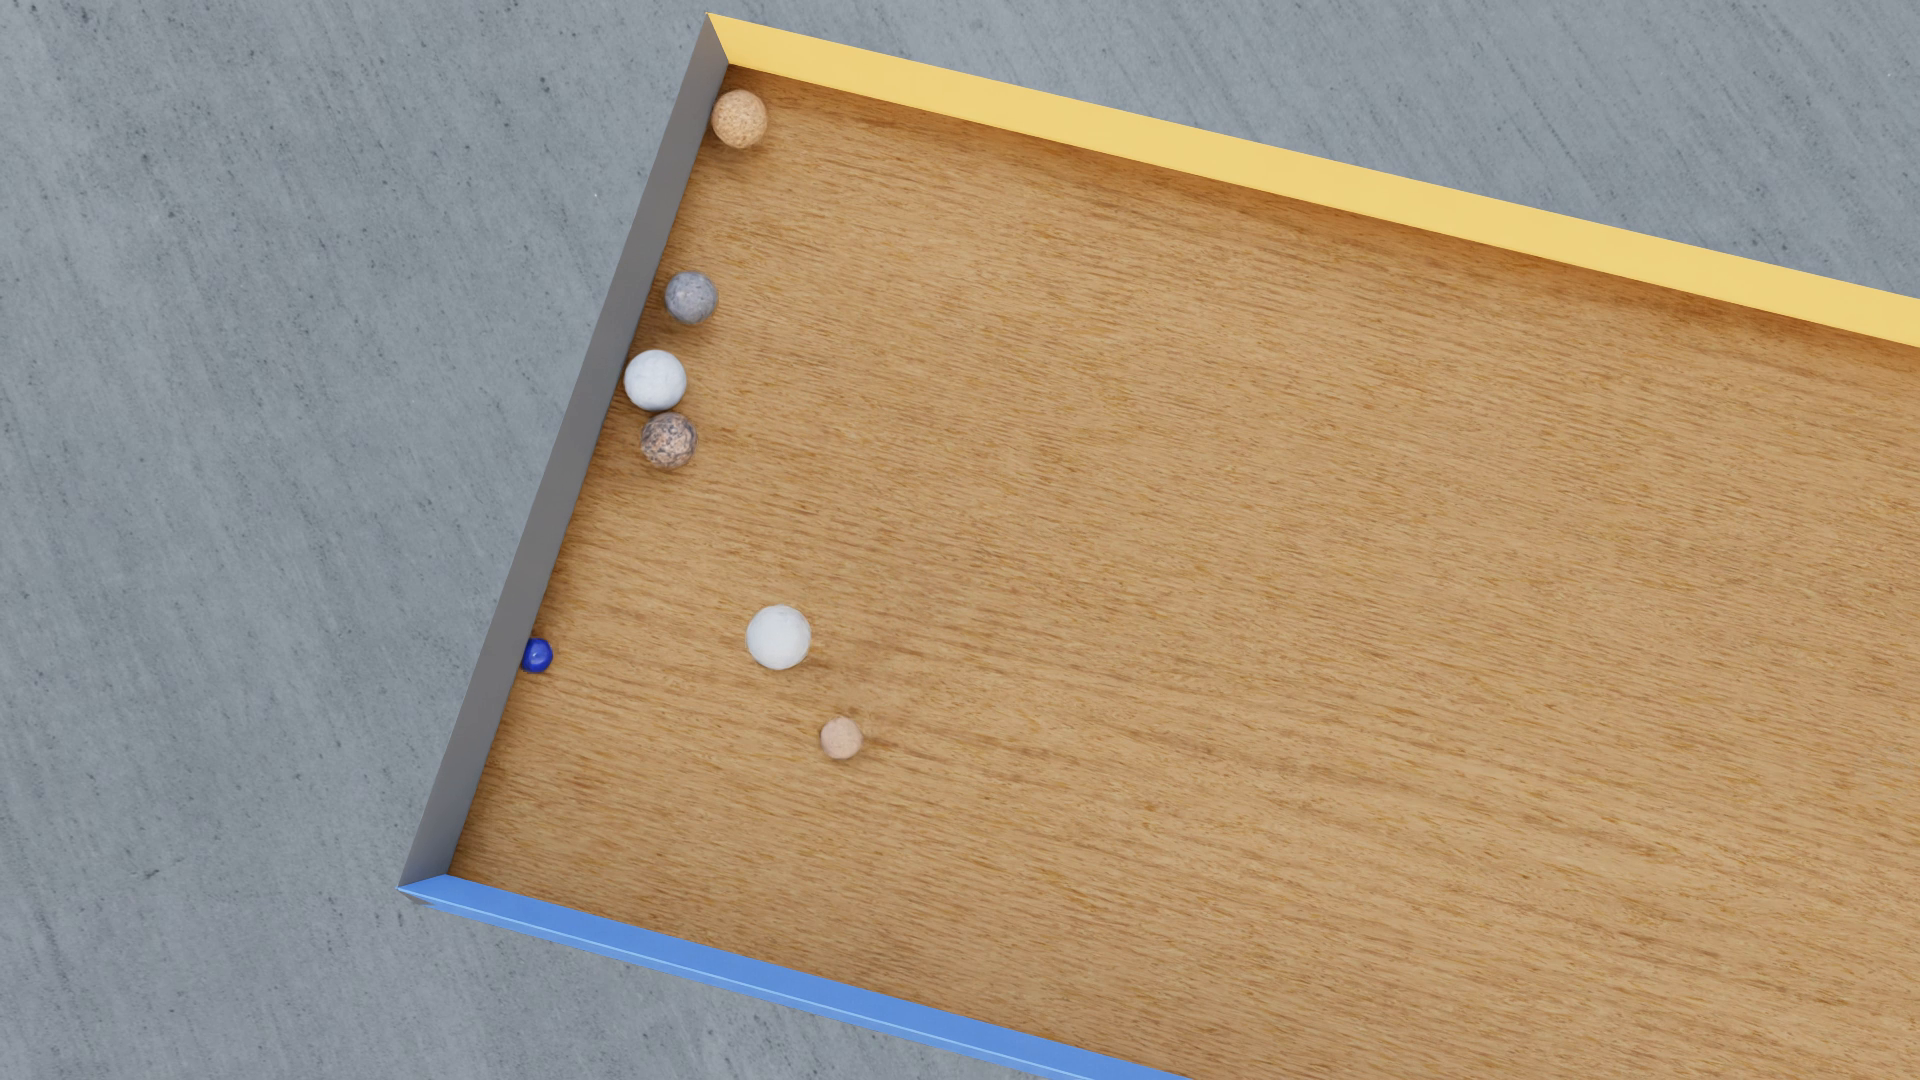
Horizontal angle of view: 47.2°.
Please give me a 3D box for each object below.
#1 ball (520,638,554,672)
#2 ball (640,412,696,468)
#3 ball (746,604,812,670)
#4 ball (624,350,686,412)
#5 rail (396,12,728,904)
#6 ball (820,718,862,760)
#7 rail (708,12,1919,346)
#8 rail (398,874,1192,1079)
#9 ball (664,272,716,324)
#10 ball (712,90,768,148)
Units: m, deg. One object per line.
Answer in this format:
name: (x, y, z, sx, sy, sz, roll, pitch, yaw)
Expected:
ball: (-0.650, 0.176, 3.368, 0.053, 0.053, 0.053, 0, 71, 0)
ball: (-0.459, -0.157, 3.464, 0.088, 0.088, 0.088, 0, 71, 0)
ball: (-0.276, 0.148, 3.353, 0.099, 0.099, 0.099, 0, 71, 0)
ball: (-0.484, -0.253, 3.492, 0.099, 0.099, 0.099, 0, 71, 0)
rail: (-0.590, -0.159, 3.442, 0.045, 0.129, 1.501, 14, 72, 5)
ball: (-0.179, 0.300, 3.320, 0.065, 0.065, 0.065, 0, 71, 0)
rail: (0.803, -0.514, 3.565, 2.541, 0.129, 0.045, 14, 72, 5)
rail: (0.424, 0.812, 3.108, 2.541, 0.129, 0.045, 14, 72, 5)
ball: (-0.435, -0.390, 3.546, 0.084, 0.084, 0.084, 0, 71, 0)
ball: (-0.365, -0.698, 3.647, 0.094, 0.094, 0.094, 0, 71, 0)
